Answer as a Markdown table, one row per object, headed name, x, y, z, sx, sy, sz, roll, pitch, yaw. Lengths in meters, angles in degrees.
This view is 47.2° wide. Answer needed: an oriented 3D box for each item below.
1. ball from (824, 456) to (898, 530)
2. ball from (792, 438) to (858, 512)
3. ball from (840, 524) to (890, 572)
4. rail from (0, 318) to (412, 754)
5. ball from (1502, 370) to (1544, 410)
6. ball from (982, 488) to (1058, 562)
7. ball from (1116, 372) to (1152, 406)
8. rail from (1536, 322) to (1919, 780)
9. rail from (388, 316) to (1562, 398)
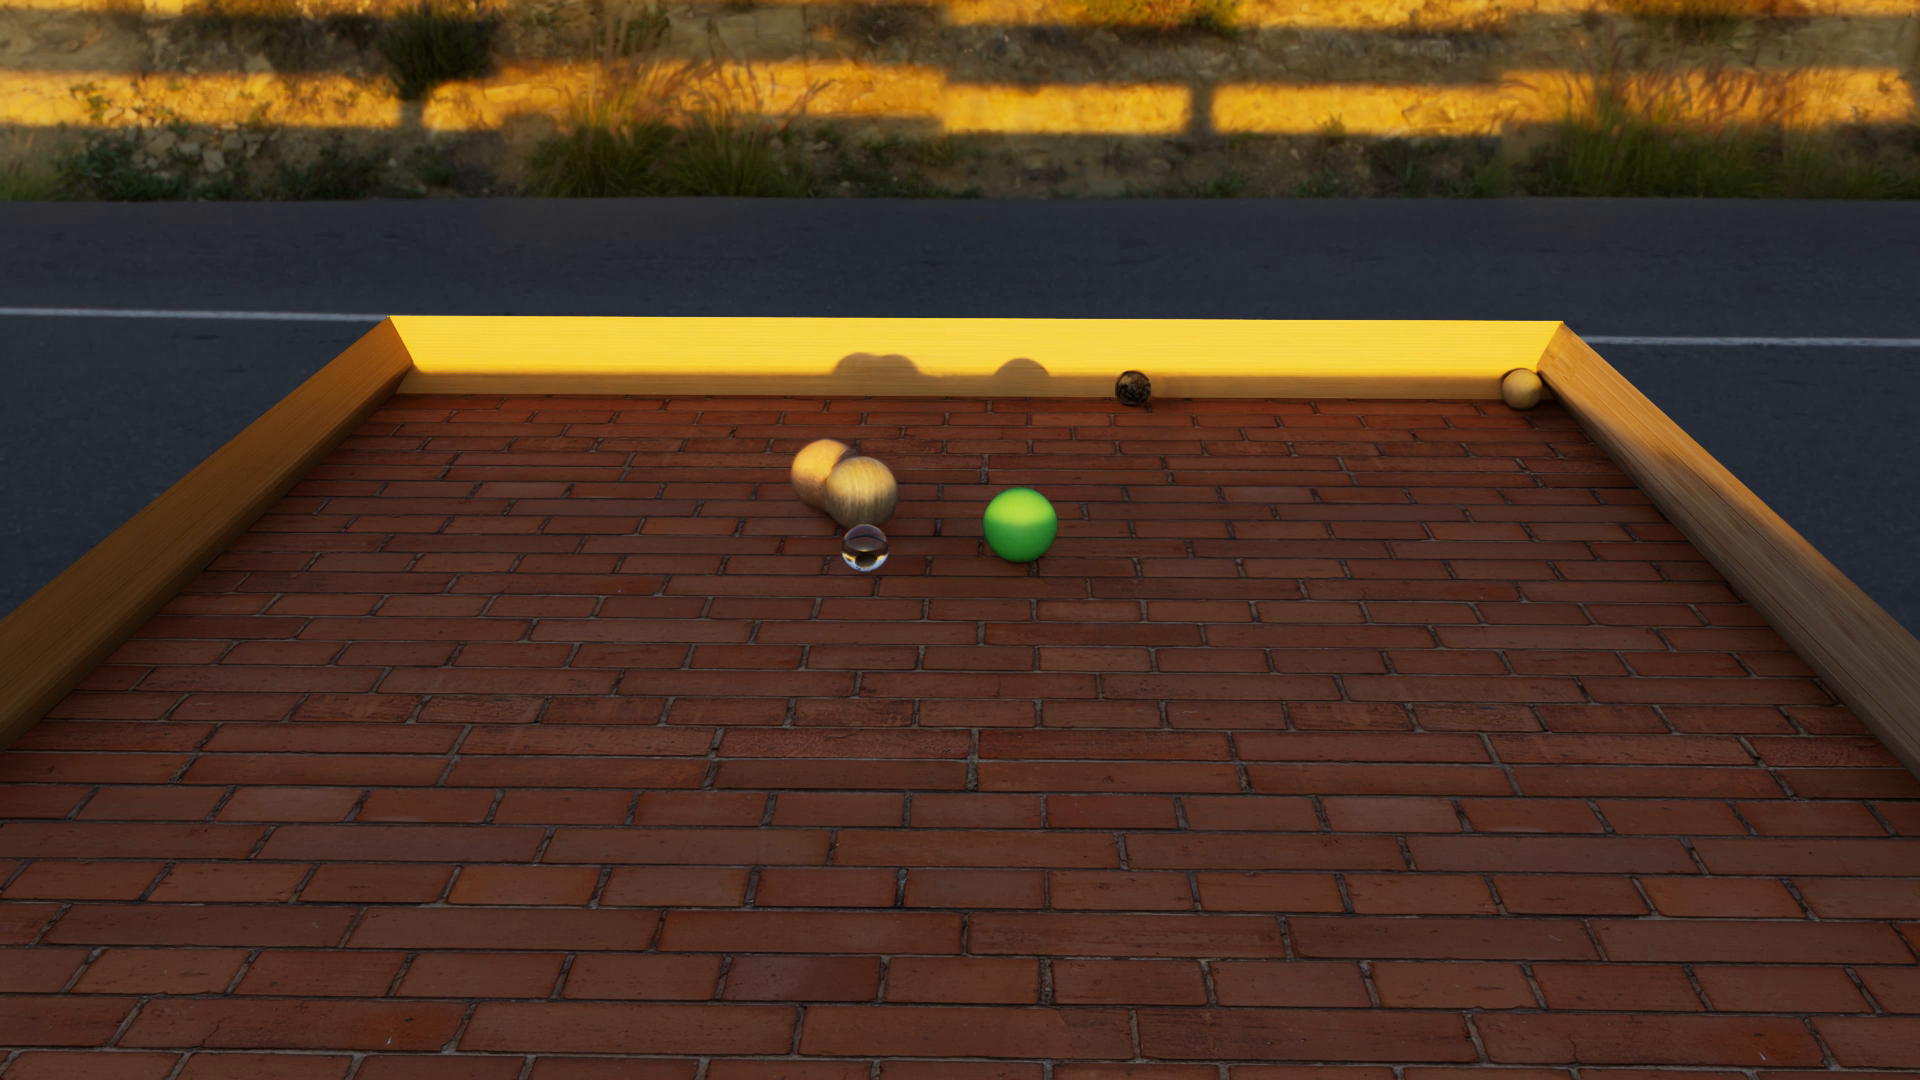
| name | x | y | z | sx | sy | sz | roll | pitch | yaw |
| --- | --- | --- | --- | --- | --- | --- | --- | --- | --- |
| ball | -0.125 | -0.058 | 2.775 | 0.094 | 0.094 | 0.094 | 0 | 18 | 0 |
| ball | -0.172 | -0.084 | 2.856 | 0.094 | 0.094 | 0.094 | 0 | 18 | 0 |
| ball | -0.113 | 0.009 | 2.626 | 0.057 | 0.057 | 0.057 | 0 | 18 | 0 |
| rail | -0.905 | 0.235 | 1.821 | 0.045 | 0.122 | 3.414 | 0 | 18 | 1 |
| ball | 0.859 | -0.230 | 3.357 | 0.062 | 0.062 | 0.062 | 0 | 18 | 0 |
| ball | 0.073 | -0.018 | 2.657 | 0.091 | 0.091 | 0.091 | 0 | 18 | 0 |
| ball | 0.267 | -0.232 | 3.379 | 0.053 | 0.053 | 0.053 | 0 | 18 | 0 |
| rail | 0.868 | 0.247 | 1.785 | 0.045 | 0.122 | 3.414 | 0 | 18 | 1 |
| rail | 0.018 | -0.277 | 3.404 | 1.821 | 0.122 | 0.045 | 0 | 18 | 1 |
